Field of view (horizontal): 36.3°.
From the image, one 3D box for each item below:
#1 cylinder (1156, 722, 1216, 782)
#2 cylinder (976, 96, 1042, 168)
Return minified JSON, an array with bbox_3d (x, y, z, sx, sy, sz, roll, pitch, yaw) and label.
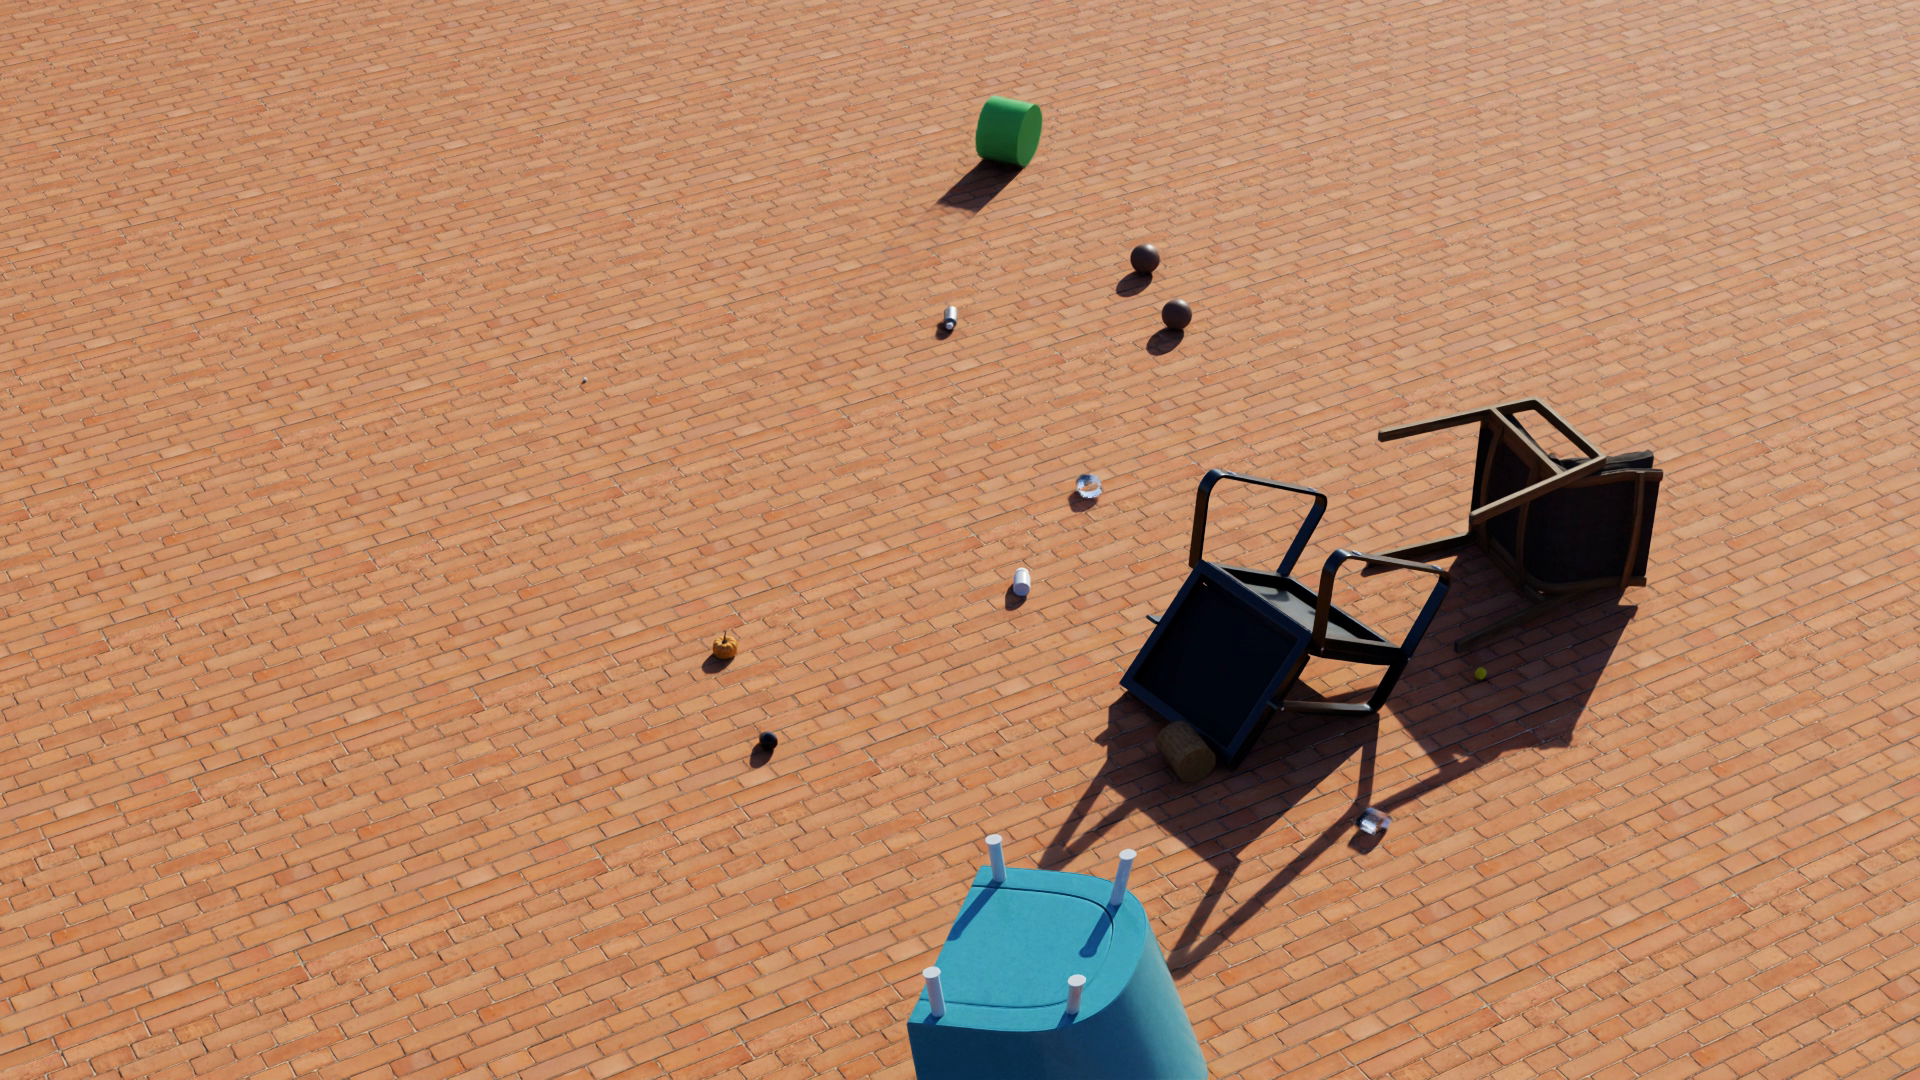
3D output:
[{"bbox_3d":[0.751,0.703,9.756,0.143,0.133,0.165,-9,34,-21],"label":"cylinder"},{"bbox_3d":[0.225,-1.887,13.551,0.211,0.290,0.255,16,9,22],"label":"cylinder"}]
